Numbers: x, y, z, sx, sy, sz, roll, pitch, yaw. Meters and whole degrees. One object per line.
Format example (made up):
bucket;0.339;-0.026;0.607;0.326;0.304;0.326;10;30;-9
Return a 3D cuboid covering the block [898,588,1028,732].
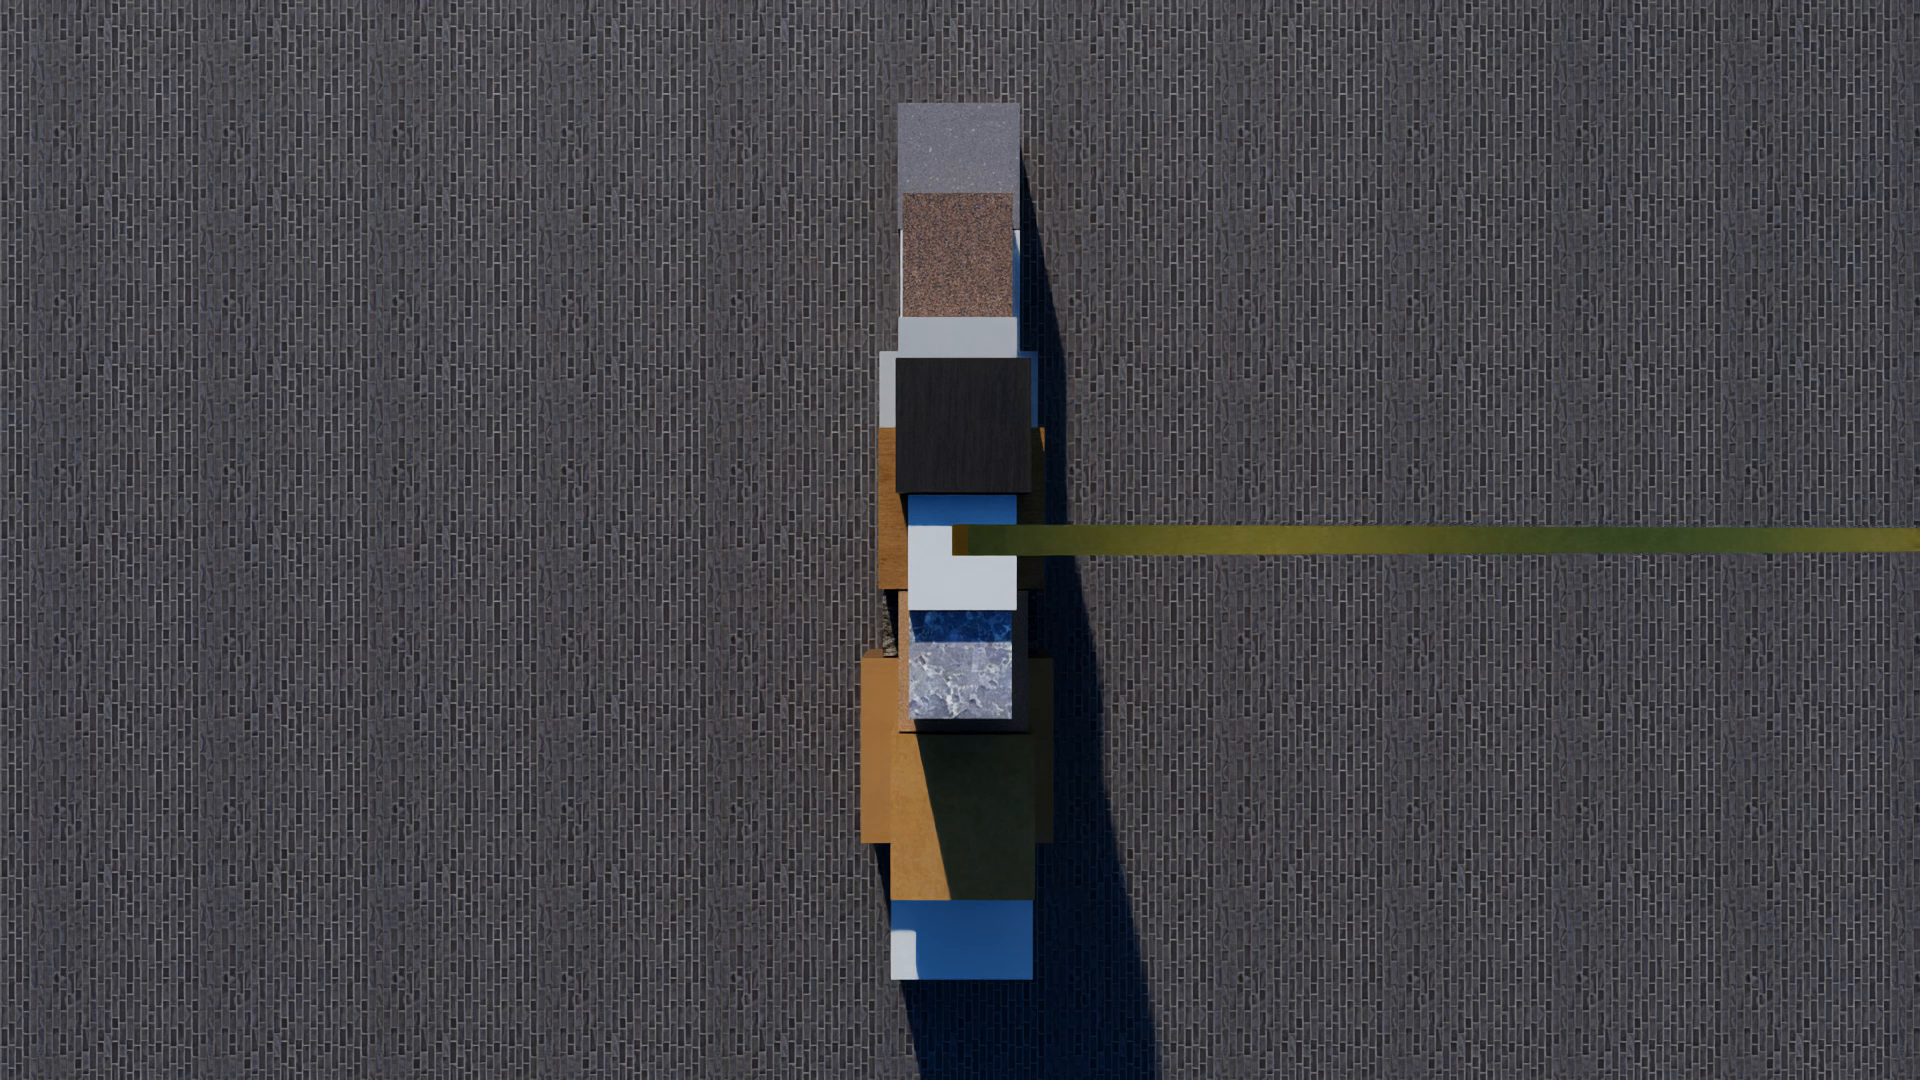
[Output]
block;0.017;0.624;11.672;0.670;0.651;0.726;0;90;0

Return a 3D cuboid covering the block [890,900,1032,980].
block;0.010;2.056;12.625;0.790;0.749;0.785;0;90;0

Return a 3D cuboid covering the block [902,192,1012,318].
block;-0.013;-1.509;11.993;0.586;0.600;0.674;0;90;0

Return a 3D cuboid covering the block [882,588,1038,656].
block;0.001;0.199;12.525;0.849;0.951;0.872;0;90;0

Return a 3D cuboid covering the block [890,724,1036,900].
block;0.014;1.423;11.638;0.741;0.717;0.847;0;90;0

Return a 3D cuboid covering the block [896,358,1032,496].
block;0.016;-0.557;10.991;0.658;0.692;0.652;0;90;0

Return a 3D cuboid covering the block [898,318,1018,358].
block;-0.012;-0.876;11.761;0.618;0.596;0.572;0;90;0

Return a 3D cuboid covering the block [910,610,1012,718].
block;0.003;0.613;11.076;0.504;0.542;0.530;0;90;0

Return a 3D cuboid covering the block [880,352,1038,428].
block;-0.007;-0.641;12.529;0.869;0.941;0.788;0;90;0

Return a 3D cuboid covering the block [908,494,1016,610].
block;0.012;0.060;11.031;0.529;0.613;0.563;0;90;0

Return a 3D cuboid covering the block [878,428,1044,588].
block;0.007;-0.164;11.693;0.857;0.712;0.833;0;90;0

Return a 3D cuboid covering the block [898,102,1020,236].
block;-0.007;-2.095;12.658;0.683;0.684;0.707;0;90;0

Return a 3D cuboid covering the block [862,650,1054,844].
block;-0.014;1.149;12.498;1.051;1.003;1.008;0;90;0

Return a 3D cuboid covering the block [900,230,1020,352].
block;0.001;-1.388;12.647;0.667;0.707;0.687;0;90;0

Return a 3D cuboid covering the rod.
rod;2.234;0.000;6.918;5.200;0.080;0.080;0;90;-31
